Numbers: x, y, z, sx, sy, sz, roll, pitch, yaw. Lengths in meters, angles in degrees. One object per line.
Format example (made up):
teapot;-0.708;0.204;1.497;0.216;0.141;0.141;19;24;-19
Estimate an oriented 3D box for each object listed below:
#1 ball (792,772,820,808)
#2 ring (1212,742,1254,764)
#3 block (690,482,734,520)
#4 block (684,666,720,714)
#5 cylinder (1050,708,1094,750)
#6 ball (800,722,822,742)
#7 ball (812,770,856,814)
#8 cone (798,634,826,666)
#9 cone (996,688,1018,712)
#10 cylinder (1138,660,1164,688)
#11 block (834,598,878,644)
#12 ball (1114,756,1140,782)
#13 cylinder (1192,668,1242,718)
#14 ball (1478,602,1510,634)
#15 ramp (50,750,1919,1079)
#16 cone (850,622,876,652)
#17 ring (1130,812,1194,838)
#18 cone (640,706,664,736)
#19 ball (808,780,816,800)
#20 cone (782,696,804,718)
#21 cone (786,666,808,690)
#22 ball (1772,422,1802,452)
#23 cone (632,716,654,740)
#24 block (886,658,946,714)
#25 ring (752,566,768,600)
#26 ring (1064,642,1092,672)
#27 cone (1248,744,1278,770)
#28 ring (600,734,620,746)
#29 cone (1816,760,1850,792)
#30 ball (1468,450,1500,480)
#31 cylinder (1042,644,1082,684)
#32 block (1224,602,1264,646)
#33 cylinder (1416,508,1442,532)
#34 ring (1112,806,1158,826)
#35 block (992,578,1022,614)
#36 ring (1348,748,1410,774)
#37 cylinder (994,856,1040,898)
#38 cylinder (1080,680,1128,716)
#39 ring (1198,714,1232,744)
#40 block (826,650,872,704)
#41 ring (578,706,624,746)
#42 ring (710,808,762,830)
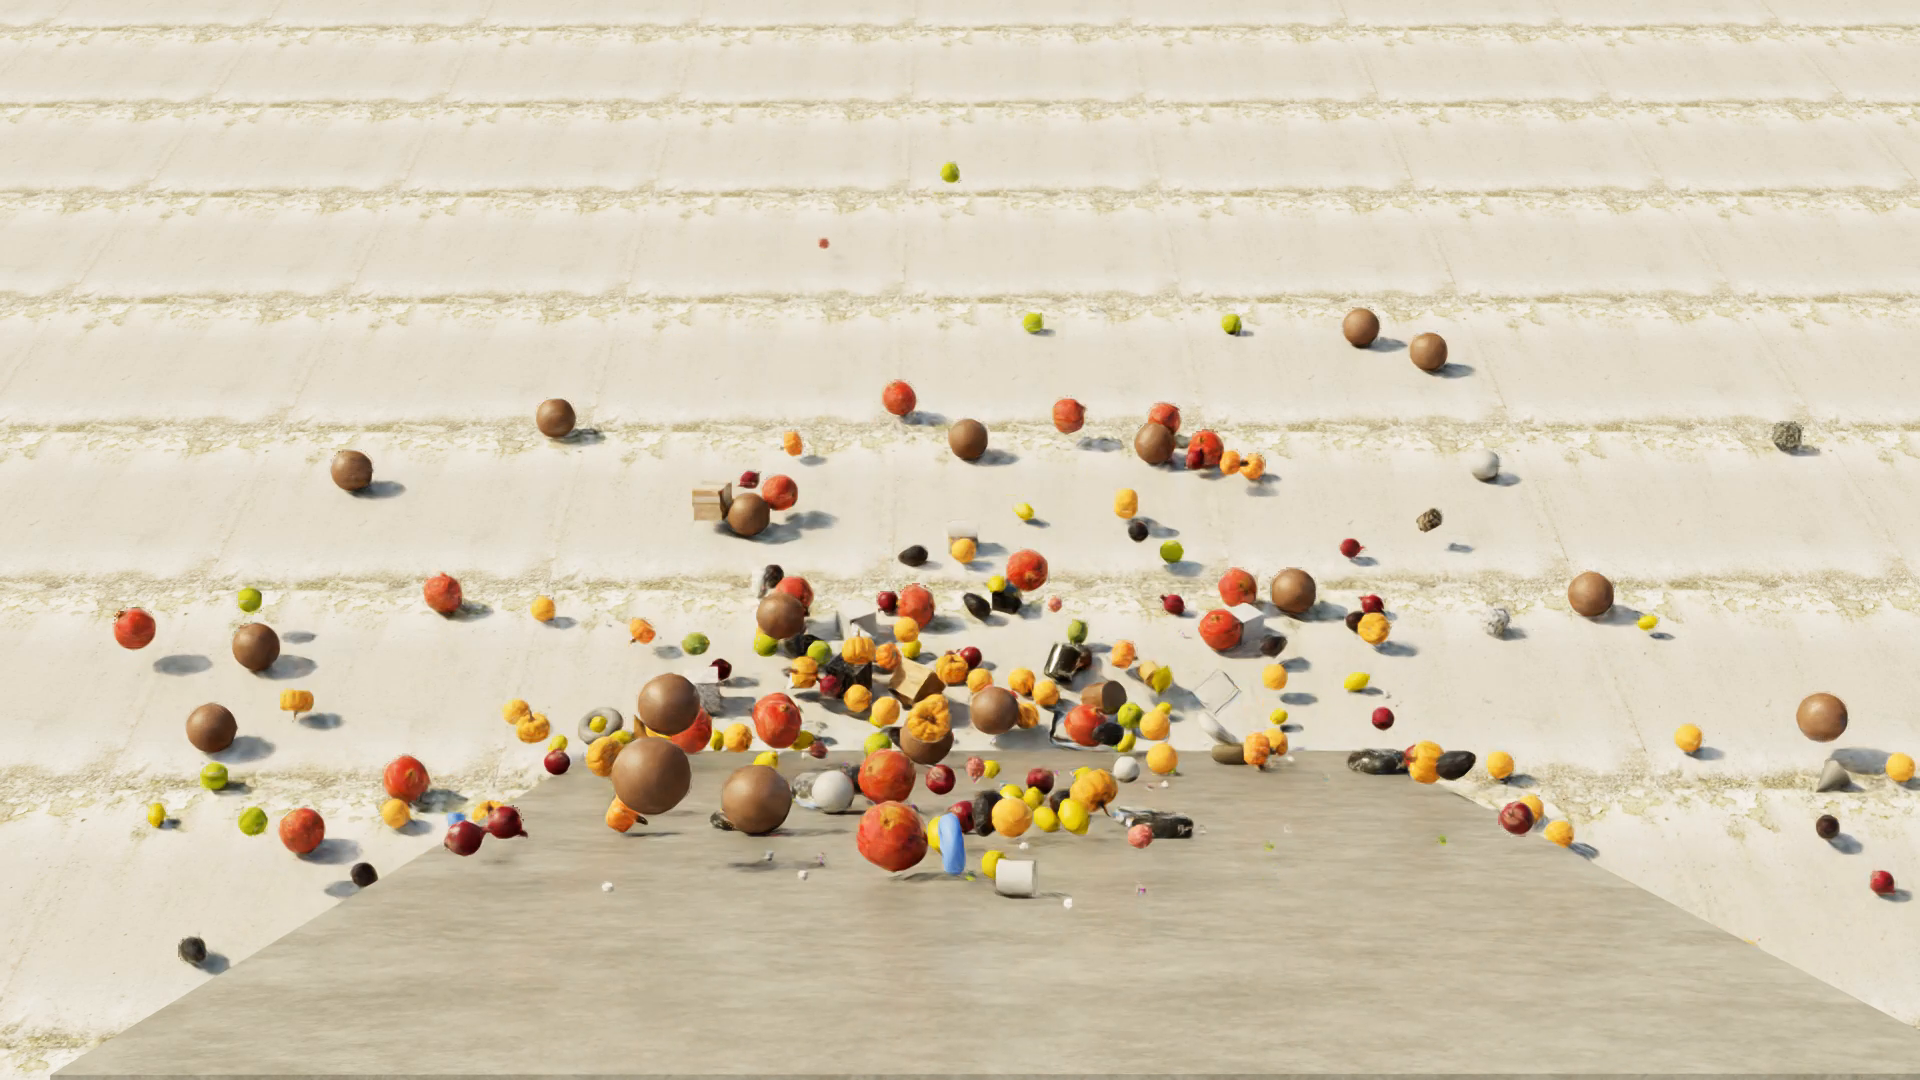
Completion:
ball;-0.303;0.506;5.237;0.075;0.075;0.075;0;30;0
ring;0.678;0.519;6.297;0.135;0.045;0.135;0;1;0
block;-0.745;-0.118;7.797;0.091;0.091;0.091;2;21;19
block;-0.694;0.405;6.961;0.093;0.093;0.093;-3;25;-5
cylinder;0.293;0.495;6.774;0.092;0.092;0.092;10;31;14
ball;-0.393;0.507;6.828;0.056;0.056;0.056;0;30;0
ball;-0.251;0.501;5.144;0.085;0.085;0.085;0;30;0
cone;-0.424;0.319;7.177;0.083;0.083;0.083;8;57;13
cone;0.120;0.441;6.973;0.058;0.058;0.058;8;57;14
cylinder;0.523;0.366;7.075;0.055;0.055;0.055;-11;31;-18
block;-0.292;0.231;7.281;0.086;0.086;0.086;-16;34;-26
ball;0.373;0.513;5.782;0.059;0.059;0.059;0;30;0
cylinder;0.666;0.396;6.692;0.093;0.093;0.093;-43;39;-2
ball;1.505;0.221;7.297;0.088;0.088;0.088;0;30;0
ramp;0.067;0.594;4.649;2.000;0.100;4.000;0;0;0
cone;-0.286;0.258;7.200;0.078;0.078;0.078;-18;67;-28
ring;0.373;0.525;4.765;0.116;0.039;0.116;-1;1;0
cone;-0.827;0.468;6.876;0.076;0.076;0.076;0;30;0
ball;-0.286;0.517;5.343;0.052;0.052;0.052;0;30;0
cone;-0.435;0.452;6.897;0.057;0.057;0.057;31;7;42
cone;-0.446;0.369;7.016;0.062;0.062;0.062;-8;-7;-1
ball;2.640;-0.329;8.254;0.093;0.093;0.093;0;30;0
cone;-0.845;0.486;6.809;0.059;0.059;0.059;-16;25;8
block;-0.118;0.393;6.949;0.096;0.096;0.096;23;71;34
ring;-0.572;0.122;7.391;0.033;0.098;0.098;-3;29;-16
ring;0.306;0.325;7.162;0.123;0.041;0.123;-1;30;1
cone;0.711;0.526;6.106;0.068;0.068;0.068;6;28;10
ring;-0.943;0.509;6.840;0.094;0.031;0.094;-9;34;6
cone;2.227;0.621;6.646;0.083;0.083;0.083;-40;42;-11
ball;1.639;-0.236;8.089;0.096;0.096;0.096;0;30;0
cylinder;0.279;0.337;7.062;0.083;0.083;0.083;14;74;23
block;0.798;0.236;7.282;0.077;0.077;0.077;-21;36;-32
cylinder;1.396;-0.058;7.688;0.054;0.054;0.054;18;57;-30
ring;0.338;0.528;4.947;0.093;0.031;0.093;1;0;0
block;0.134;0.161;7.421;0.069;0.069;0.069;12;32;20
ring;0.981;0.518;6.053;0.147;0.049;0.147;-1;0;0
cylinder;0.086;0.517;3.956;0.055;0.055;0.055;20;33;8
cylinder;0.384;0.424;6.908;0.088;0.088;0.088;-26;7;-38
ring;0.671;0.499;6.813;0.037;0.111;0.111;-49;37;5
block;-0.299;0.372;7.028;0.092;0.092;0.092;13;32;22
ring;-0.946;0.489;6.805;0.126;0.042;0.126;-10;41;8
ring;-0.423;0.528;4.892;0.098;0.033;0.098;0;1;0
